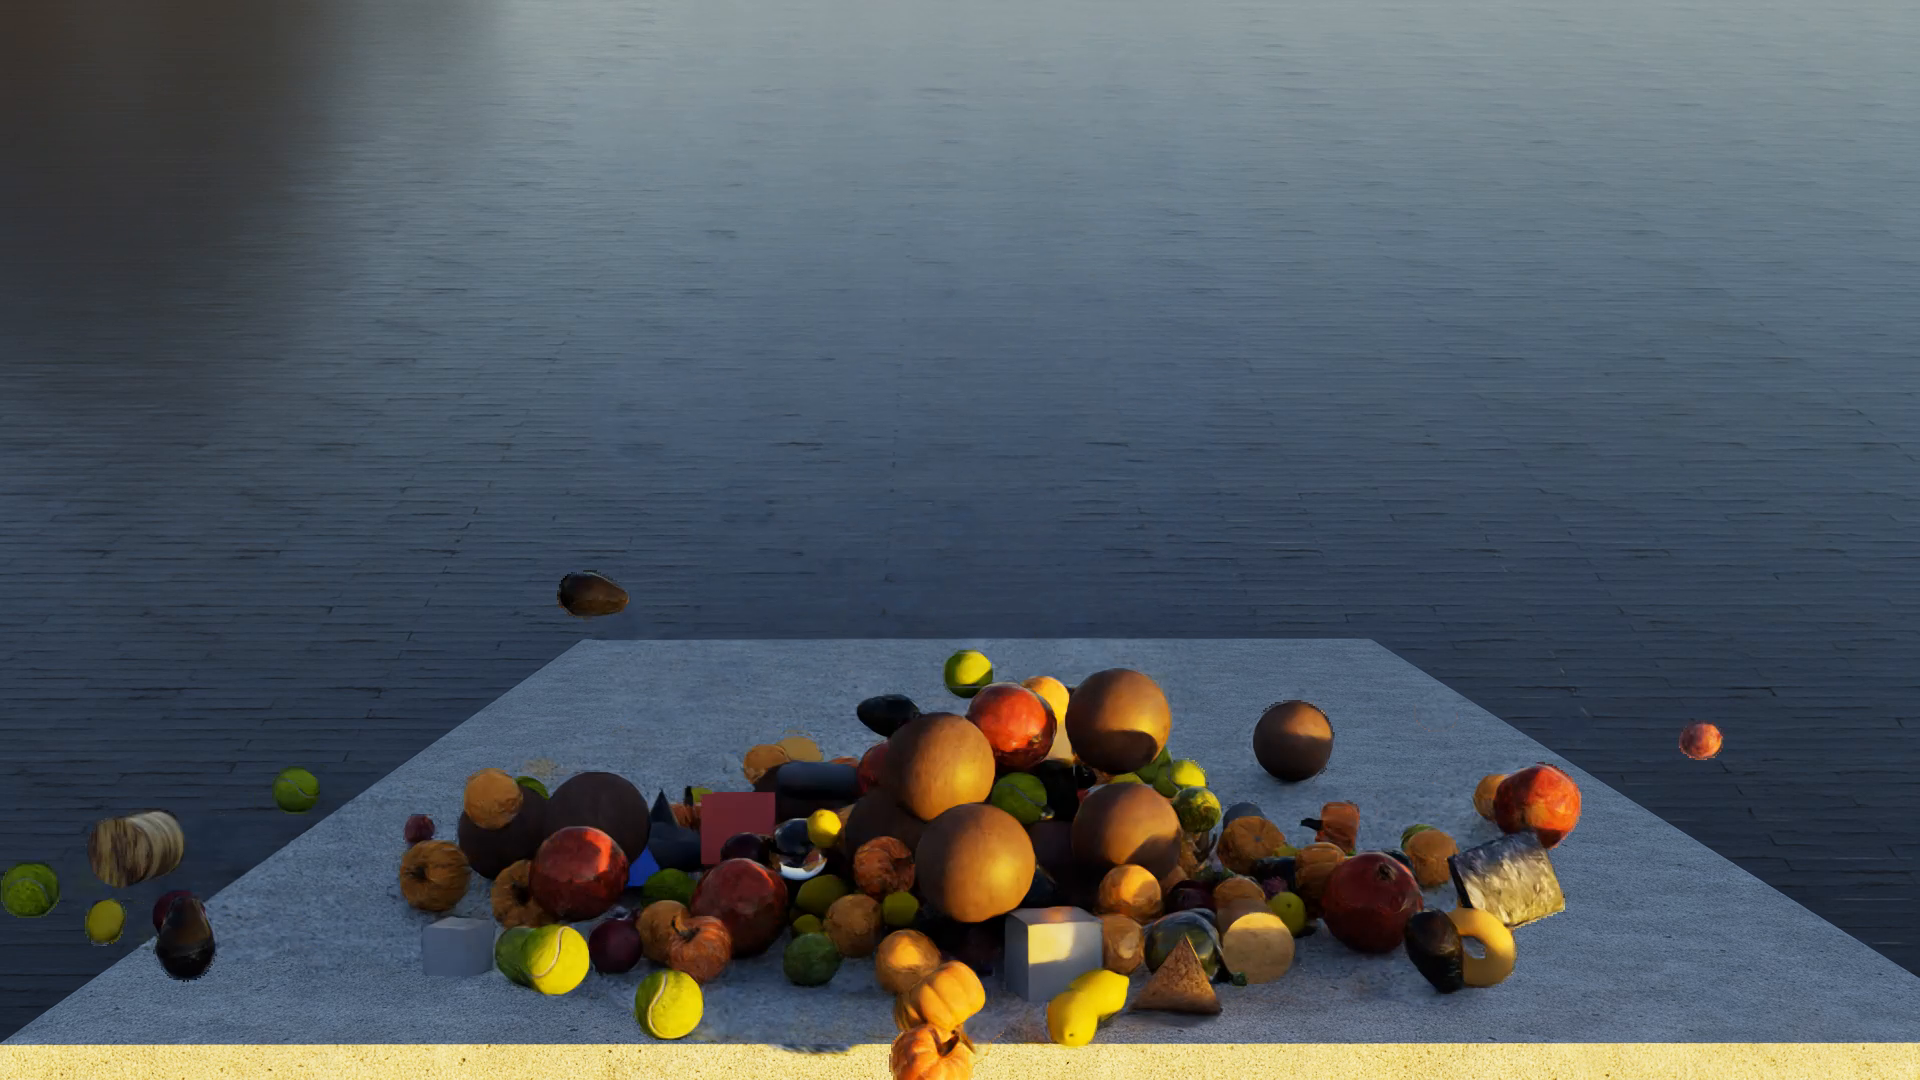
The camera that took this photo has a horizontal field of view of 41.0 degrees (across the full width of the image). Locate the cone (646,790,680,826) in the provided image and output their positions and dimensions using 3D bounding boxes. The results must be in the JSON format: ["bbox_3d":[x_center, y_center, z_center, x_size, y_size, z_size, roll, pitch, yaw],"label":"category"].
[{"bbox_3d":[-0.413,0.390,3.559,0.089,0.089,0.089,0,4,0],"label":"cone"}]

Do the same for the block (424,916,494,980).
[{"bbox_3d":[-0.555,0.451,2.843,0.055,0.055,0.055,1,4,20],"label":"block"}]

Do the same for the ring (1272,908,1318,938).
[{"bbox_3d":[0.387,0.453,3.042,0.075,0.025,0.075,2,2,0],"label":"ring"}]

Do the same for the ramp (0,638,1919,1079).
[{"bbox_3d":[0.047,0.424,4.534,2.000,0.100,4.000,0,4,0],"label":"ramp"}]

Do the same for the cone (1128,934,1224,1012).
[{"bbox_3d":[0.214,0.469,2.668,0.089,0.089,0.089,-27,22,1],"label":"cone"}]

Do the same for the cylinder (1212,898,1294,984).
[{"bbox_3d":[0.321,0.440,2.820,0.079,0.079,0.079,-1,4,-3],"label":"cylinder"}]

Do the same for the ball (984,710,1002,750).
[{"bbox_3d":[0.083,0.335,4.552,0.077,0.077,0.077,0,20,0],"label":"ball"}]

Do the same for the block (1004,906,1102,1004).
[{"bbox_3d":[0.100,0.443,2.750,0.083,0.083,0.083,-1,4,-17],"label":"block"}]

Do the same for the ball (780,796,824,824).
[{"bbox_3d":[-0.227,0.395,3.660,0.067,0.067,0.067,0,20,0],"label":"ball"}]

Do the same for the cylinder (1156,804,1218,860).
[{"bbox_3d":[0.312,0.404,3.532,0.063,0.063,0.063,33,29,10],"label":"cylinder"}]

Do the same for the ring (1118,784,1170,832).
[{"bbox_3d":[0.240,0.350,3.357,0.078,0.078,0.026,16,56,38],"label":"ring"}]

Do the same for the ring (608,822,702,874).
[{"bbox_3d":[-0.406,0.414,3.456,0.137,0.046,0.137,7,7,-1],"label":"ring"}]

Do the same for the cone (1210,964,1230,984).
[{"bbox_3d":[0.270,0.455,2.808,0.050,0.050,0.050,-1,4,0],"label":"cone"}]

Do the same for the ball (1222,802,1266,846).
[{"bbox_3d":[0.400,0.400,3.612,0.062,0.062,0.062,0,20,0],"label":"ball"}]

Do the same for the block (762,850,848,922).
[{"bbox_3d":[-0.188,0.417,3.123,0.063,0.063,0.063,0,32,40],"label":"block"}]

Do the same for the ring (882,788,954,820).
[{"bbox_3d":[-0.064,0.397,3.860,0.112,0.037,0.112,1,4,0],"label":"ring"}]

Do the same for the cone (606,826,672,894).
[{"bbox_3d":[-0.410,0.401,3.252,0.083,0.083,0.083,-6,-13,-1],"label":"cone"}]

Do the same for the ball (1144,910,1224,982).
[{"bbox_3d":[0.240,0.441,2.754,0.086,0.086,0.086,0,20,0],"label":"ball"}]

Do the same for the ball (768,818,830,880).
[{"bbox_3d":[-0.192,0.368,3.059,0.075,0.075,0.075,0,20,0],"label":"ball"}]

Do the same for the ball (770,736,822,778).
[{"bbox_3d":[-0.263,0.357,4.121,0.086,0.086,0.086,0,20,0],"label":"ball"}]

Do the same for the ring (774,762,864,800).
[{"bbox_3d":[-0.183,0.315,3.347,0.118,0.039,0.118,3,-14,1],"label":"ring"}]

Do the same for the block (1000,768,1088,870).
[{"bbox_3d":[0.110,0.370,3.381,0.097,0.097,0.097,-9,61,0],"label":"block"}]

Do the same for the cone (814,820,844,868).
[{"bbox_3d":[-0.178,0.427,3.360,0.087,0.087,0.087,-6,32,-17],"label":"cone"}]

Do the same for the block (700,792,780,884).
[{"bbox_3d":[-0.283,0.386,3.315,0.094,0.094,0.094,-1,-24,0],"label":"block"}]

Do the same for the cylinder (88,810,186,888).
[{"bbox_3d":[-1.073,0.402,3.347,0.088,0.088,0.088,5,3,14],"label":"cylinder"}]

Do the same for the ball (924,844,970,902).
[{"bbox_3d":[-0.008,0.418,3.225,0.073,0.073,0.073,0,20,0],"label":"ball"}]

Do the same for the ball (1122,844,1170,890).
[{"bbox_3d":[0.239,0.420,3.298,0.060,0.060,0.060,0,20,0],"label":"ball"}]

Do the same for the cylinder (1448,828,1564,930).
[{"bbox_3d":[0.598,0.376,2.819,0.095,0.095,0.095,-21,21,2],"label":"cylinder"}]

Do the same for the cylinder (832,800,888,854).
[{"bbox_3d":[-0.131,0.374,3.341,0.069,0.069,0.069,1,20,-7],"label":"cylinder"}]

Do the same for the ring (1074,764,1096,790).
[{"bbox_3d":[0.145,0.320,3.478,0.079,0.026,0.079,6,-13,1],"label":"ring"}]

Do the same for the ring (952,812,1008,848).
[{"bbox_3d":[0.048,0.410,3.626,0.122,0.041,0.122,-1,3,0],"label":"ring"}]

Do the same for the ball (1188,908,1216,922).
[{"bbox_3d":[0.275,0.445,2.936,0.050,0.050,0.050,0,20,0],"label":"ball"}]

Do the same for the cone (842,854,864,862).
[{"bbox_3d":[-0.163,0.404,3.521,0.065,0.065,0.065,0,4,0],"label":"cone"}]

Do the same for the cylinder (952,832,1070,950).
[{"bbox_3d":[0.058,0.401,2.915,0.097,0.097,0.097,-15,47,-35],"label":"cylinder"}]

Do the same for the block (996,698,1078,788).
[{"bbox_3d":[0.102,0.276,3.412,0.090,0.090,0.090,-9,57,2],"label":"block"}]
